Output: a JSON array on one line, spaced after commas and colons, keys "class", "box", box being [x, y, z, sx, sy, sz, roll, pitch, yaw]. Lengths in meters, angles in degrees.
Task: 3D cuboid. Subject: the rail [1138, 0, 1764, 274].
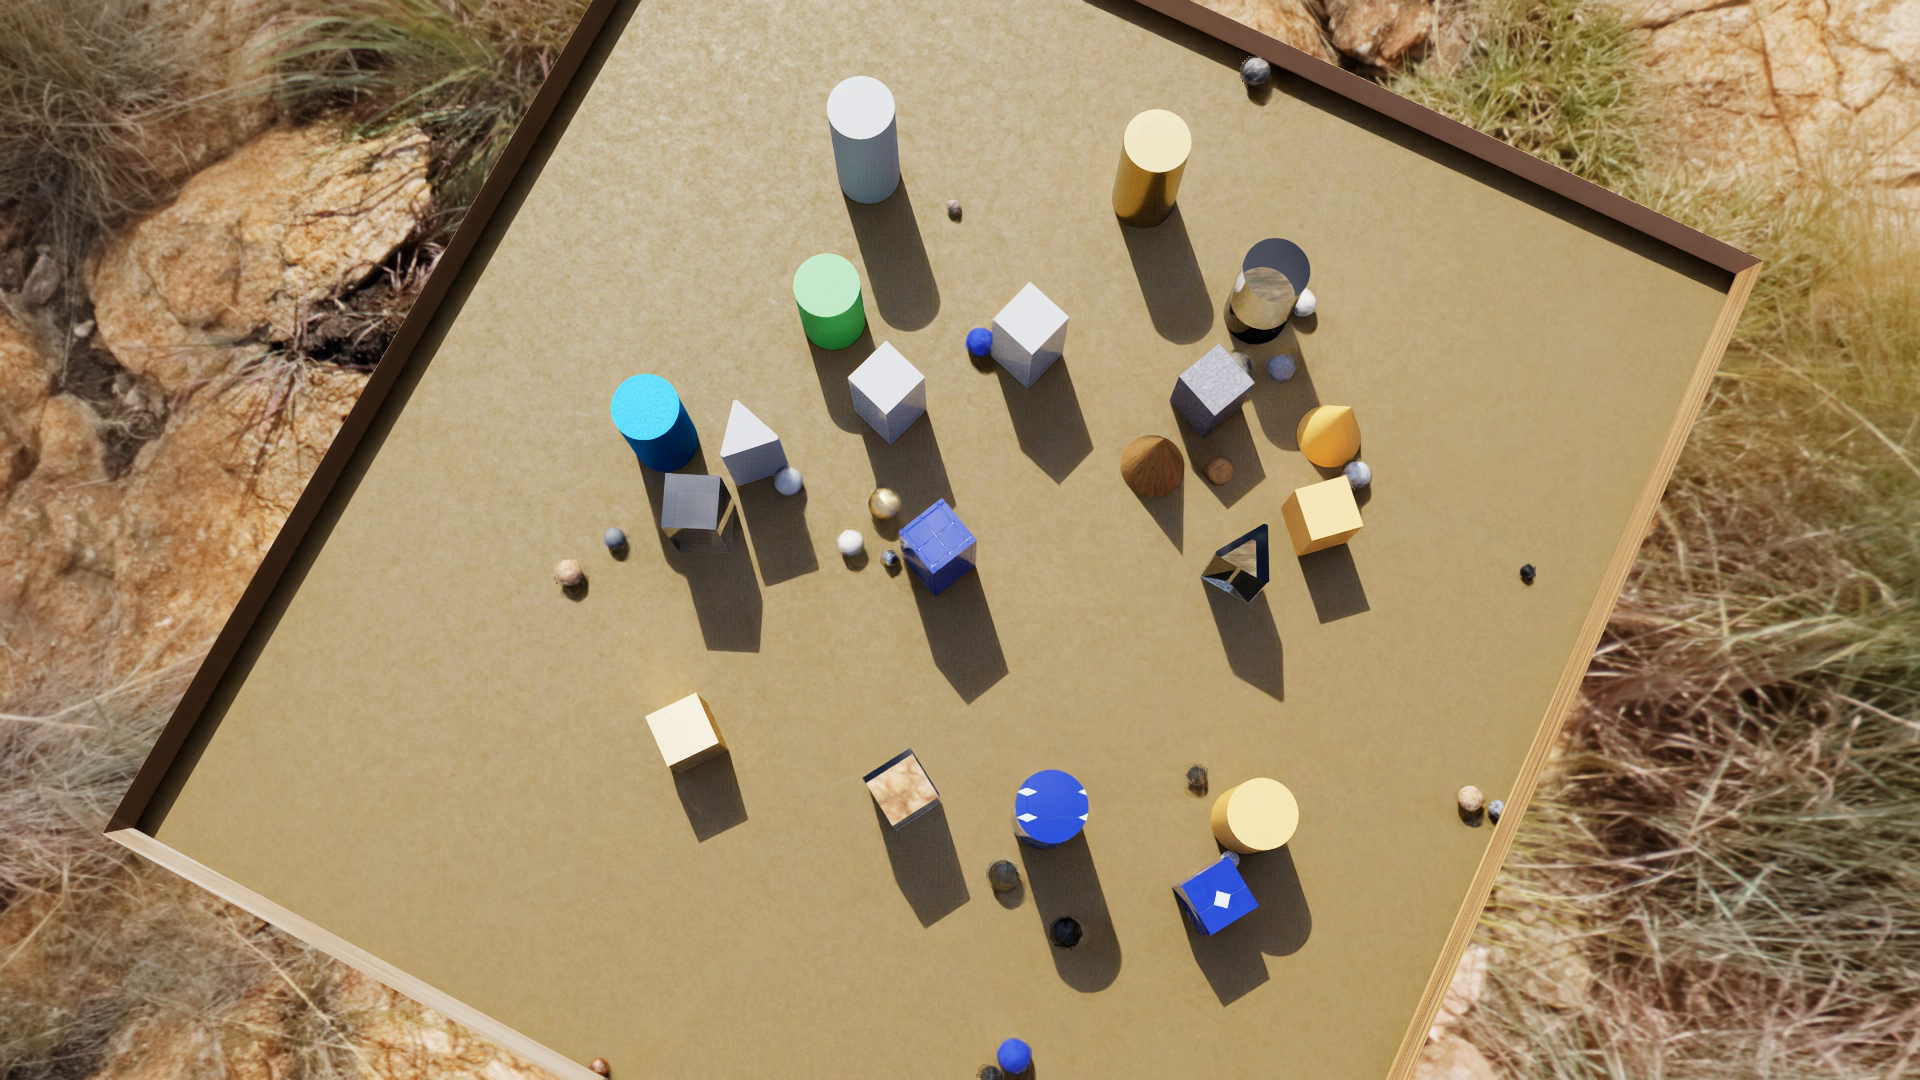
[{"class": "rail", "box": [0.837, -1.633, 5.888, 3.665, 0.129, 0.045, 26, 80, 5]}]

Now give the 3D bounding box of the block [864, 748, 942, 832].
[{"class": "block", "box": [-0.165, 0.725, 5.299, 0.159, 0.329, 0.159, -32, 80, -6]}]

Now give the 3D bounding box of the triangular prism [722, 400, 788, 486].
[{"class": "triangular prism", "box": [-0.631, -0.301, 5.492, 0.172, 0.366, 0.149, -18, 79, -4]}]

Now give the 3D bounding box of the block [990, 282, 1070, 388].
[{"class": "block", "box": [0.209, -0.616, 5.562, 0.159, 0.358, 0.159, 43, 82, 8]}]

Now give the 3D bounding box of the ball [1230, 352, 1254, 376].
[{"class": "ball", "box": [0.860, -0.534, 5.679, 0.095, 0.095, 0.095, 0, 78, 0]}]

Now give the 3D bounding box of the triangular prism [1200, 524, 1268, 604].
[{"class": "triangular prism", "box": [0.844, 0.052, 5.428, 0.172, 0.348, 0.149, 30, 80, 6]}]

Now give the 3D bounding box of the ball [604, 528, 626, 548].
[{"class": "ball", "box": [-1.051, -0.006, 5.585, 0.064, 0.064, 0.064, 0, 78, 0]}]

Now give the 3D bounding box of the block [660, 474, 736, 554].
[{"class": "block", "box": [-0.775, -0.075, 5.451, 0.159, 0.355, 0.159, 3, 78, 1]}]

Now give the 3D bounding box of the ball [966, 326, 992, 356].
[{"class": "ball", "box": [0.063, -0.618, 5.699, 0.089, 0.089, 0.089, 0, 78, 0]}]

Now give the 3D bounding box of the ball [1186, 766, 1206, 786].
[{"class": "ball", "box": [0.703, 0.701, 5.441, 0.059, 0.059, 0.059, 0, 78, 0]}]

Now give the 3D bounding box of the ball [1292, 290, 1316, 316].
[{"class": "ball", "box": [1.070, -0.741, 5.726, 0.086, 0.086, 0.086, 0, 78, 0]}]

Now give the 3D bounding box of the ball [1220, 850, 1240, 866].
[{"class": "ball", "box": [0.795, 0.942, 5.393, 0.055, 0.055, 0.055, 0, 78, 0]}]

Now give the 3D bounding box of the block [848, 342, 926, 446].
[{"class": "block", "box": [-0.216, -0.439, 5.527, 0.159, 0.353, 0.159, 44, 82, 8]}]

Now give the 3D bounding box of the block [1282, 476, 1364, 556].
[{"class": "block", "box": [1.085, -0.070, 5.507, 0.159, 0.244, 0.159, -16, 79, -3]}]

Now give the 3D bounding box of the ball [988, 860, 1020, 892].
[{"class": "ball", "box": [0.129, 0.982, 5.367, 0.091, 0.091, 0.091, 0, 78, 0]}]

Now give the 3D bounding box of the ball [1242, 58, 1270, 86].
[{"class": "ball", "box": [0.952, -1.503, 5.882, 0.089, 0.089, 0.089, 0, 78, 0]}]

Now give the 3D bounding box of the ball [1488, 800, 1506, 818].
[{"class": "ball", "box": [1.591, 0.796, 5.426, 0.052, 0.052, 0.052, 0, 78, 0]}]

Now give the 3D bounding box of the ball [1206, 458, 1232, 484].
[{"class": "ball", "box": [0.795, -0.213, 5.620, 0.080, 0.080, 0.080, 0, 78, 0]}]

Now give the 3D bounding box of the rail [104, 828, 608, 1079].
[{"class": "rail", "box": [-0.837, 1.646, 5.209, 3.665, 0.129, 0.045, 26, 80, 5]}]

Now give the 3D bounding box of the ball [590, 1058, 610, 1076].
[{"class": "ball", "box": [-1.038, 1.518, 5.273, 0.057, 0.057, 0.057, 0, 78, 0]}]

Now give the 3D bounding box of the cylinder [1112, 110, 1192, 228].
[{"class": "cylinder", "box": [0.583, -1.132, 5.623, 0.199, 0.447, 0.199, 0, 78, 0]}]

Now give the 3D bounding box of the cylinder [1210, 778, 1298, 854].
[{"class": "cylinder", "box": [0.844, 0.798, 5.276, 0.199, 0.343, 0.199, 0, 78, 0]}]

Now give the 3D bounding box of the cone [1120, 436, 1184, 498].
[{"class": "cone", "box": [0.595, -0.262, 5.501, 0.199, 0.334, 0.199, 0, 78, 0]}]

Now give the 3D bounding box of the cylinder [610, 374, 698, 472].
[{"class": "cylinder", "box": [-0.911, -0.346, 5.491, 0.199, 0.387, 0.199, 0, 78, 0]}]

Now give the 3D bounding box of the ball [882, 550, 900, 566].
[{"class": "ball", "box": [-0.211, 0.056, 5.579, 0.051, 0.051, 0.051, 0, 78, 0]}]

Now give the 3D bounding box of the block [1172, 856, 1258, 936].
[{"class": "block", "box": [0.733, 1.027, 5.281, 0.159, 0.241, 0.159, -30, 80, -6]}]

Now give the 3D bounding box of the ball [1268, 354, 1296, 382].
[{"class": "ball", "box": [0.998, -0.534, 5.683, 0.087, 0.087, 0.087, 0, 78, 0]}]

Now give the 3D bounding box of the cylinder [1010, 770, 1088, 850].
[{"class": "cylinder", "box": [0.250, 0.772, 5.213, 0.199, 0.477, 0.199, 0, 78, 0]}]

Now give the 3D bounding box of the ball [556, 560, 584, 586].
[{"class": "ball", "box": [-1.183, 0.098, 5.555, 0.081, 0.081, 0.081, 0, 78, 0]}]

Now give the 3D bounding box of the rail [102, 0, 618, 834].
[{"class": "rail", "box": [-1.618, -0.785, 5.712, 0.045, 0.129, 3.791, 26, 80, 5]}]

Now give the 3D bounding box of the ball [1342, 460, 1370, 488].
[{"class": "ball", "box": [1.215, -0.201, 5.615, 0.084, 0.084, 0.084, 0, 78, 0]}]

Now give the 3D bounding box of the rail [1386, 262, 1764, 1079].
[{"class": "rail", "box": [1.618, 0.799, 5.384, 0.045, 0.129, 3.791, 26, 80, 5]}]

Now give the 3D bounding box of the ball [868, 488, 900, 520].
[{"class": "ball", "box": [-0.230, -0.111, 5.589, 0.099, 0.099, 0.099, 0, 78, 0]}]

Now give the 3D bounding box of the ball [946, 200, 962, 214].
[{"class": "ball", "box": [-0.020, -1.058, 5.812, 0.046, 0.046, 0.046, 0, 78, 0]}]

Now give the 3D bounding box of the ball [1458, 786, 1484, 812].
[{"class": "ball", "box": [1.510, 0.765, 5.419, 0.077, 0.077, 0.077, 0, 78, 0]}]

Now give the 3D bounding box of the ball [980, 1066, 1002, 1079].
[{"class": "ball", "box": [0.089, 1.544, 5.263, 0.067, 0.067, 0.067, 0, 78, 0]}]

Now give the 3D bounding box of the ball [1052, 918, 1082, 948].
[{"class": "ball", "box": [0.311, 1.143, 5.336, 0.086, 0.086, 0.086, 0, 78, 0]}]

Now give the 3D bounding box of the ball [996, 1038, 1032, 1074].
[{"class": "ball", "box": [0.155, 1.480, 5.260, 0.099, 0.099, 0.099, 0, 78, 0]}]

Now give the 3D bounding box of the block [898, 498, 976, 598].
[{"class": "block", "box": [-0.064, 0.027, 5.415, 0.159, 0.383, 0.159, -38, 81, -7]}]

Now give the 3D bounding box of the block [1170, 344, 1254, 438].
[{"class": "block", "box": [0.764, -0.451, 5.576, 0.159, 0.263, 0.159, -39, 81, -7]}]

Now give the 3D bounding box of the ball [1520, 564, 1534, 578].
[{"class": "ball", "box": [1.728, 0.095, 5.576, 0.040, 0.040, 0.040, 0, 78, 0]}]

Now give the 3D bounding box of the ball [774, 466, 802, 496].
[{"class": "ball", "box": [-0.526, -0.180, 5.609, 0.088, 0.088, 0.088, 0, 78, 0]}]

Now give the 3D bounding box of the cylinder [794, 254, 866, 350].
[{"class": "cylinder", "box": [-0.397, -0.726, 5.604, 0.199, 0.318, 0.199, 0, 78, 0]}]

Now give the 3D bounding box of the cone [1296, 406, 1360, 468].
[{"class": "cone", "box": [1.144, -0.356, 5.520, 0.199, 0.334, 0.199, 0, 78, 0]}]

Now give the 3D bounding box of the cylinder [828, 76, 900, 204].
[{"class": "cylinder", "box": [-0.291, -1.219, 5.617, 0.199, 0.494, 0.199, 0, 78, 0]}]

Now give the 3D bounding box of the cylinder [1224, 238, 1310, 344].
[{"class": "cylinder", "box": [0.928, -0.751, 5.567, 0.199, 0.401, 0.199, 0, 78, 0]}]

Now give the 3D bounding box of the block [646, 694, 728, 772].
[{"class": "block", "box": [-0.798, 0.568, 5.377, 0.159, 0.240, 0.159, -25, 79, -5]}]

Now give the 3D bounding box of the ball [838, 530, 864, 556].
[{"class": "ball", "box": [-0.331, 0.007, 5.575, 0.078, 0.078, 0.078, 0, 78, 0]}]
